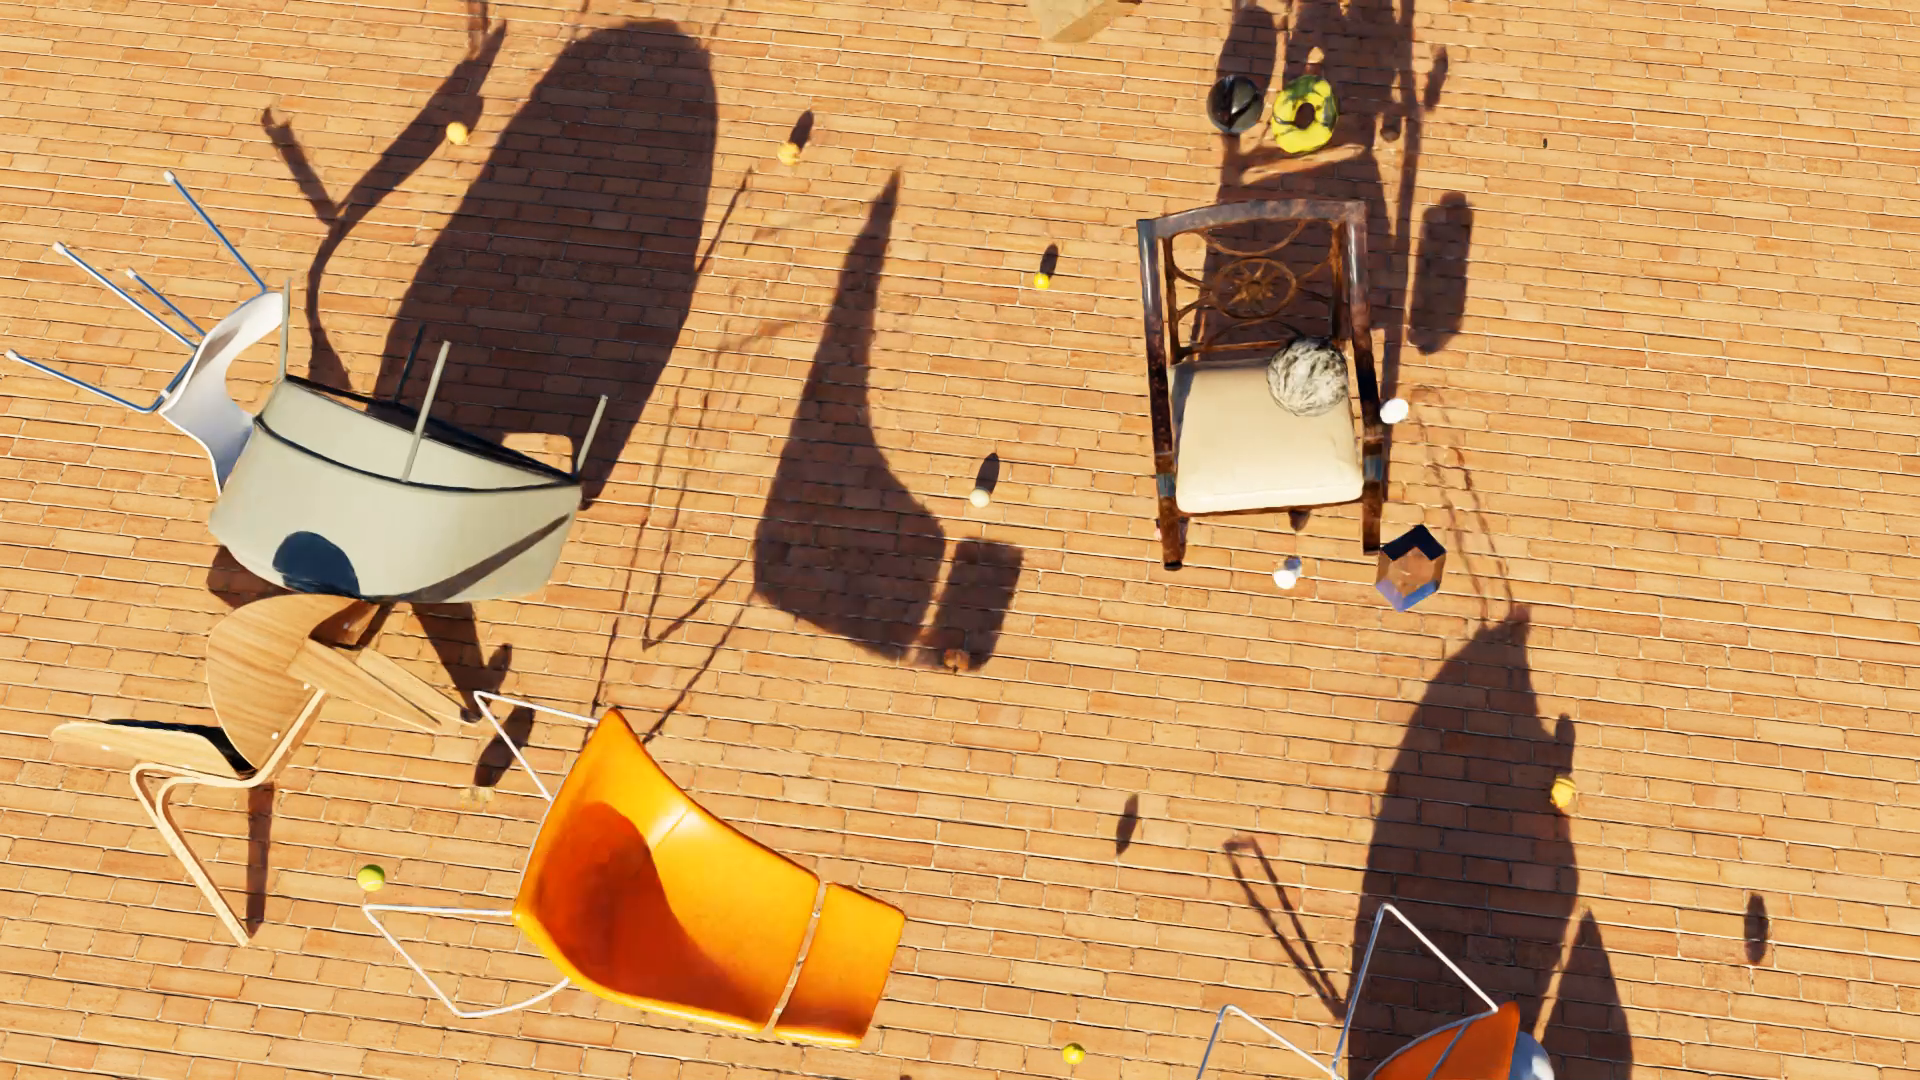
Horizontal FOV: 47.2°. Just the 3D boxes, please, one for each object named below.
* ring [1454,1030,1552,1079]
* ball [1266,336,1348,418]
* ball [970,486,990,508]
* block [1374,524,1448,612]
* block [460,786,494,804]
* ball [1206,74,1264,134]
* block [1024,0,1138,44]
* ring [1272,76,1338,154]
[{"bbox_3d":[1.342,1.324,5.438,0.157,0.387,0.218,-14,74,-10],"label":"ring"},{"bbox_3d":[0.964,-0.452,6.096,0.226,0.226,0.226,0,56,0],"label":"ball"},{"bbox_3d":[0.061,-0.130,6.622,0.064,0.064,0.064,0,56,0],"label":"ball"},{"bbox_3d":[1.210,0.077,5.909,0.136,0.189,0.109,-30,59,-14],"label":"block"},{"bbox_3d":[-1.324,0.699,6.027,0.066,0.102,0.038,1,81,-28],"label":"block"},{"bbox_3d":[0.930,-1.475,7.445,0.197,0.197,0.197,0,56,0],"label":"ball"},{"bbox_3d":[0.378,-1.763,7.087,0.238,0.284,0.220,-29,86,28],"label":"block"},{"bbox_3d":[1.162,-1.430,7.405,0.257,0.272,0.063,-13,27,-19],"label":"ring"}]
